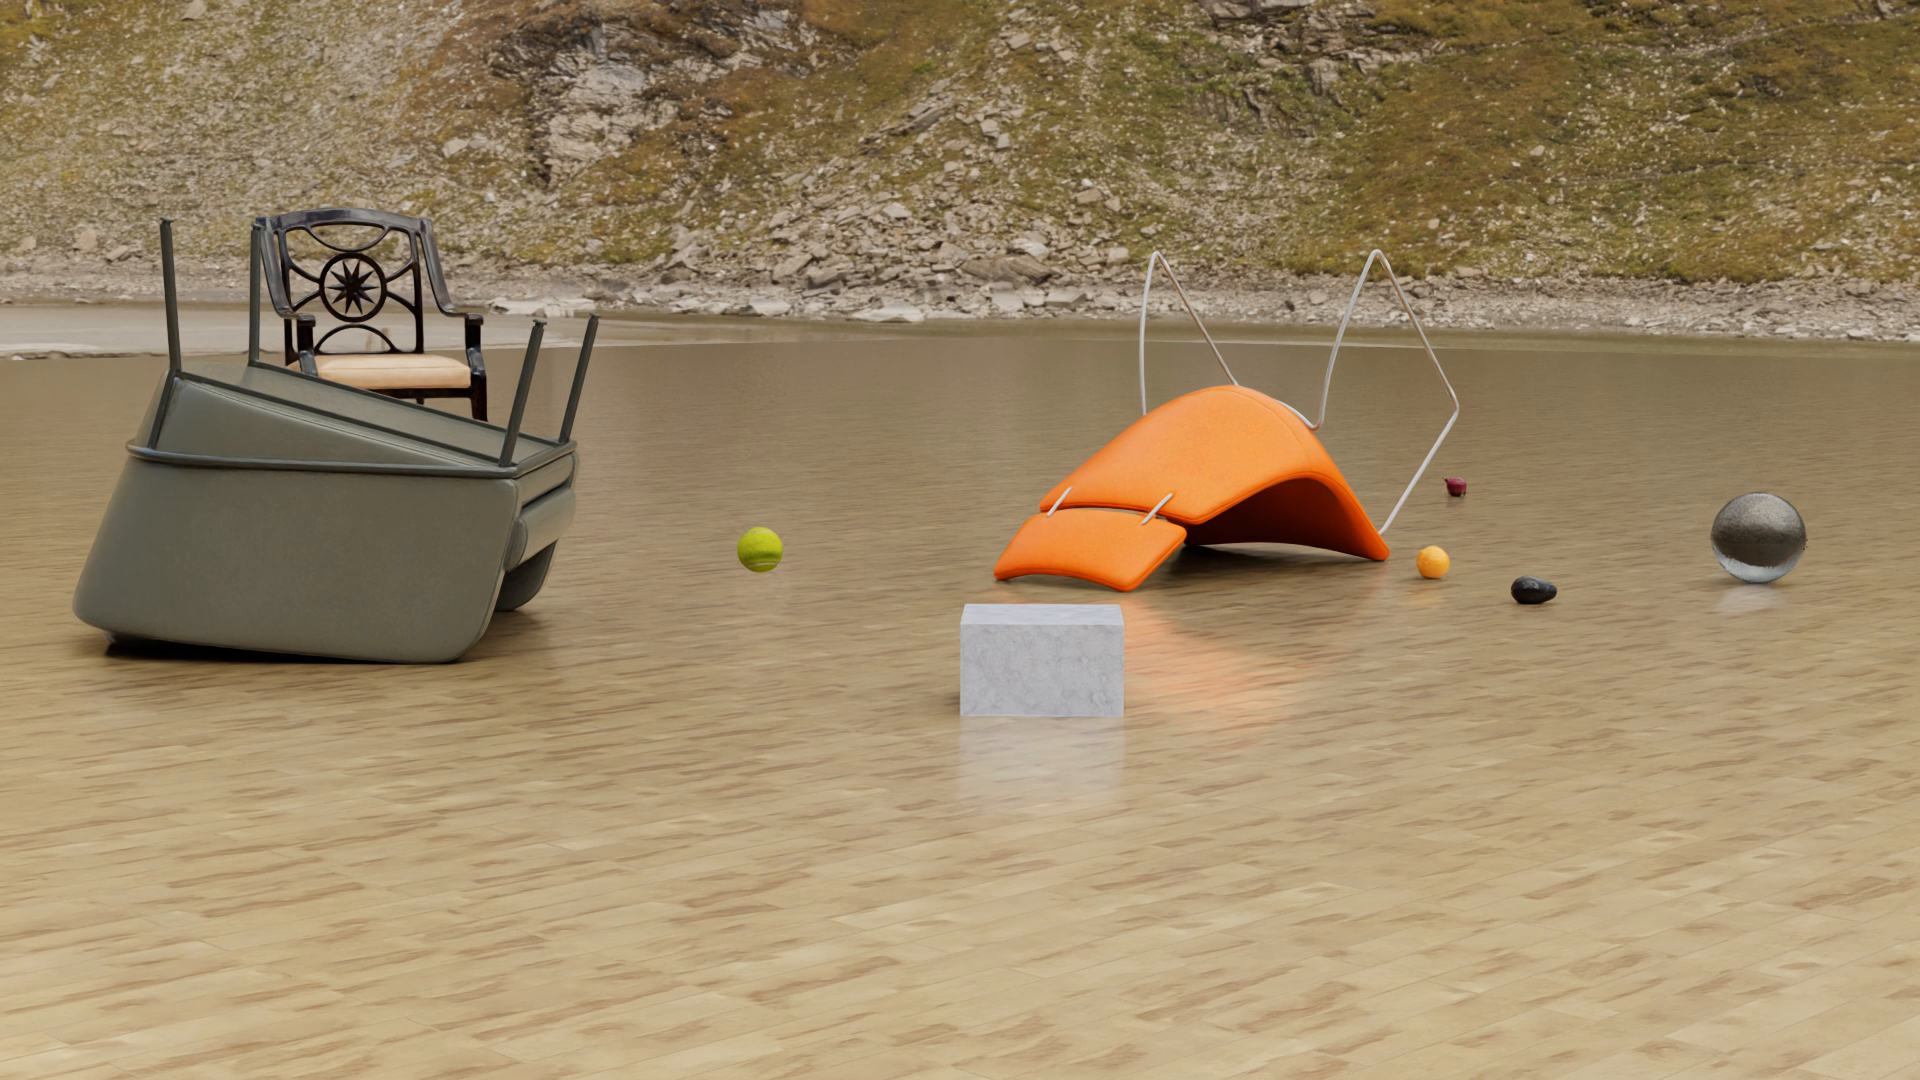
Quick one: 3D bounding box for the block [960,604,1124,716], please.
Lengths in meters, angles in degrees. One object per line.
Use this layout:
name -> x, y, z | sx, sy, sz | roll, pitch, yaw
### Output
block -> 0.127, 0.183, 3.961 | 0.245, 0.139, 0.235 | 0, 6, 2

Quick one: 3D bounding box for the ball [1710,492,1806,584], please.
ball -> 1.712, -0.005, 5.504 | 0.197, 0.197, 0.197 | 0, 6, 0

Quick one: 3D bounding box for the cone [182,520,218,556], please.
cone -> -1.793, -0.007, 6.054 | 0.094, 0.087, 0.052 | 2, 6, 16
